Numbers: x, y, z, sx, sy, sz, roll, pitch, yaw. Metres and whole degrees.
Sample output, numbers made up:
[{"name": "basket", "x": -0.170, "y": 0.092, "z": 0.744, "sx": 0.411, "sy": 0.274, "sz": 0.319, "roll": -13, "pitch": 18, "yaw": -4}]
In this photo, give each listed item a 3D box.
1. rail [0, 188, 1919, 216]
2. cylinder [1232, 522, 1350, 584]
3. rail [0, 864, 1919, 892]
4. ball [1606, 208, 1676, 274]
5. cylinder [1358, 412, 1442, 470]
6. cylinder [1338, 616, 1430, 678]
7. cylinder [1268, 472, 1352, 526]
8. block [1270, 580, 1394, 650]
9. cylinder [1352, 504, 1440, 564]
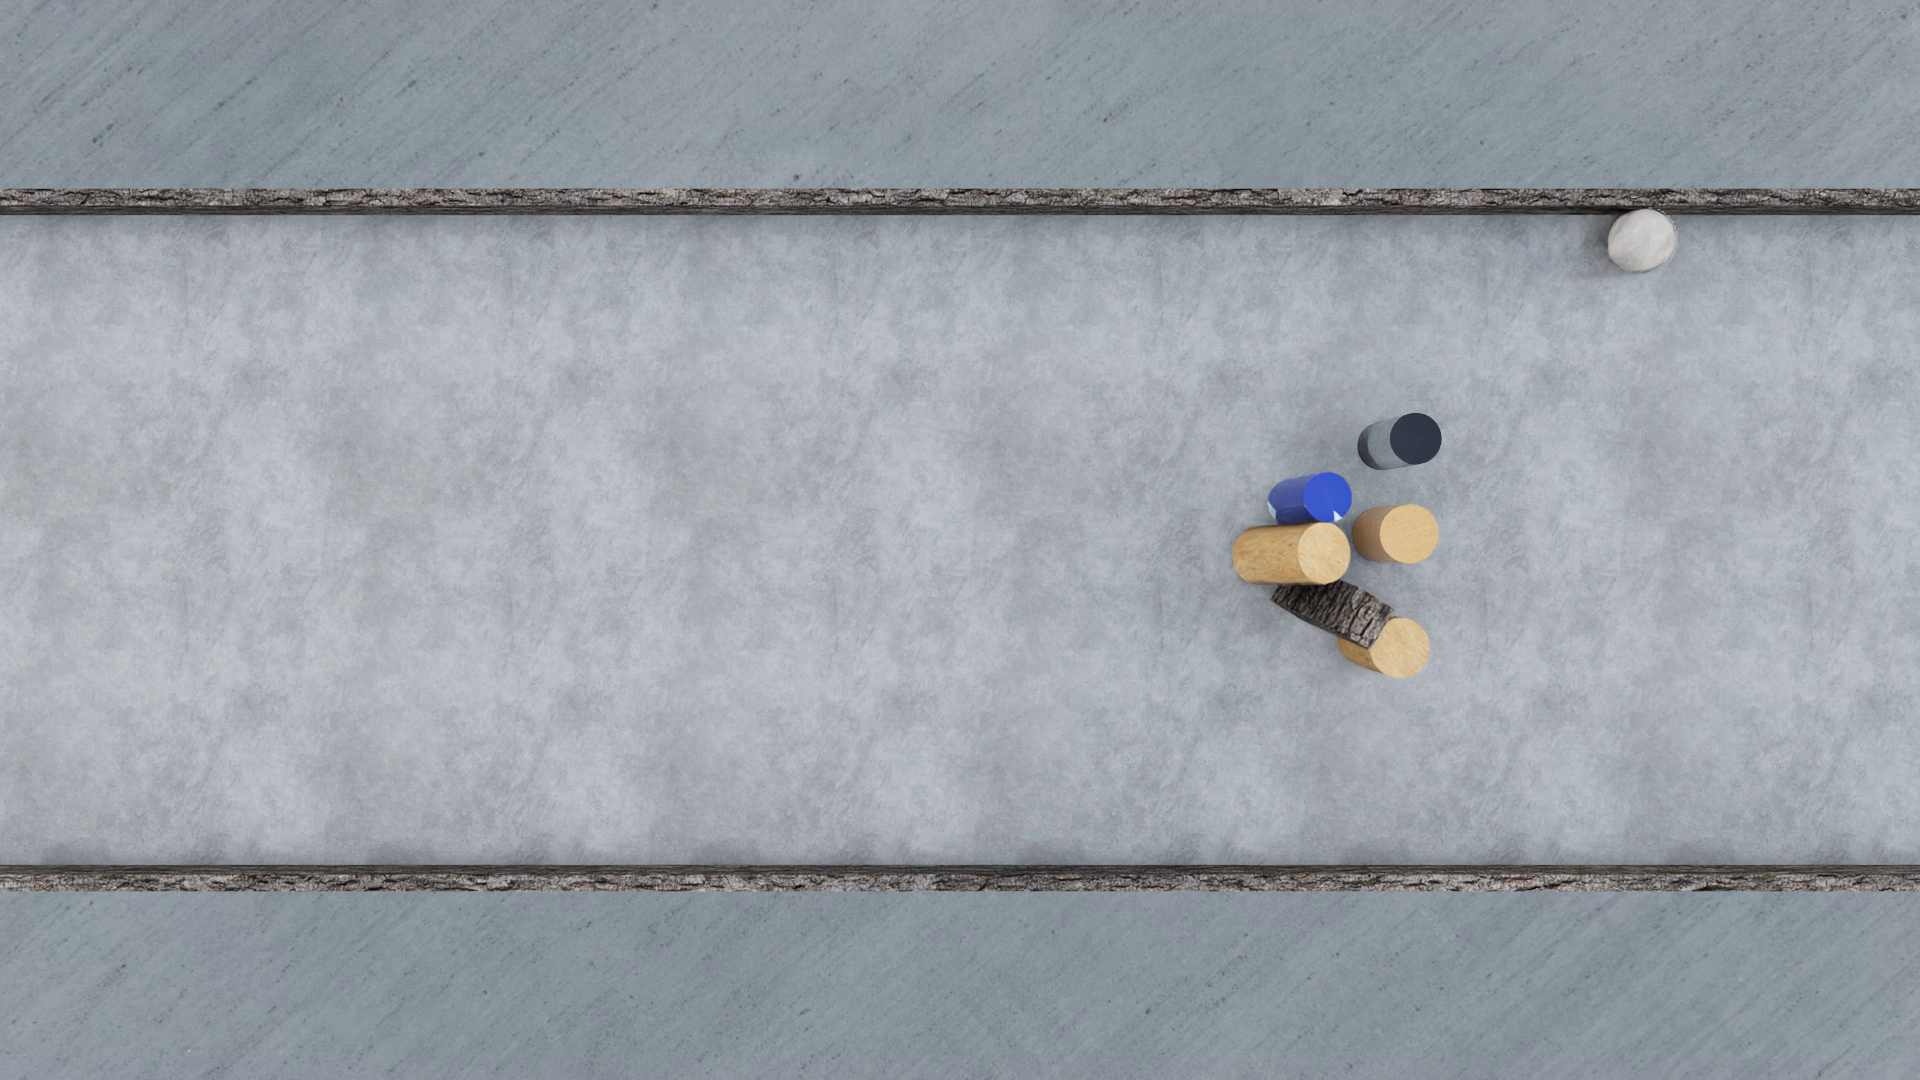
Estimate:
[{"name": "rail", "x": -2.247, "y": -1.025, "z": 5.002, "sx": 12.000, "sy": 0.150, "sz": 0.050, "roll": 0, "pitch": 90, "yaw": 0}, {"name": "cylinder", "x": 0.975, "y": 0.043, "z": 4.878, "sx": 0.176, "sy": 0.358, "sz": 0.176, "roll": 1, "pitch": 88, "yaw": -21}, {"name": "rail", "x": -2.247, "y": 1.025, "z": 5.001, "sx": 12.000, "sy": 0.150, "sz": 0.050, "roll": 0, "pitch": 90, "yaw": 0}, {"name": "ball", "x": 2.056, "y": -0.904, "z": 4.980, "sx": 0.193, "sy": 0.193, "sz": 0.193, "roll": 0, "pitch": 90, "yaw": 0}, {"name": "cylinder", "x": 1.297, "y": -0.288, "z": 4.884, "sx": 0.148, "sy": 0.385, "sz": 0.148, "roll": 0, "pitch": 90, "yaw": 0}, {"name": "cylinder", "x": 1.252, "y": 0.304, "z": 4.893, "sx": 0.173, "sy": 0.361, "sz": 0.173, "roll": 0, "pitch": 92, "yaw": -2}, {"name": "cylinder", "x": 1.035, "y": -0.118, "z": 4.899, "sx": 0.144, "sy": 0.340, "sz": 0.144, "roll": 0, "pitch": 88, "yaw": -7}, {"name": "block", "x": 1.090, "y": 0.190, "z": 4.858, "sx": 0.135, "sy": 0.414, "sz": 0.135, "roll": 30, "pitch": 90, "yaw": -18}, {"name": "cylinder", "x": 1.292, "y": -0.018, "z": 4.908, "sx": 0.170, "sy": 0.336, "sz": 0.170, "roll": 0, "pitch": 90, "yaw": 0}]
